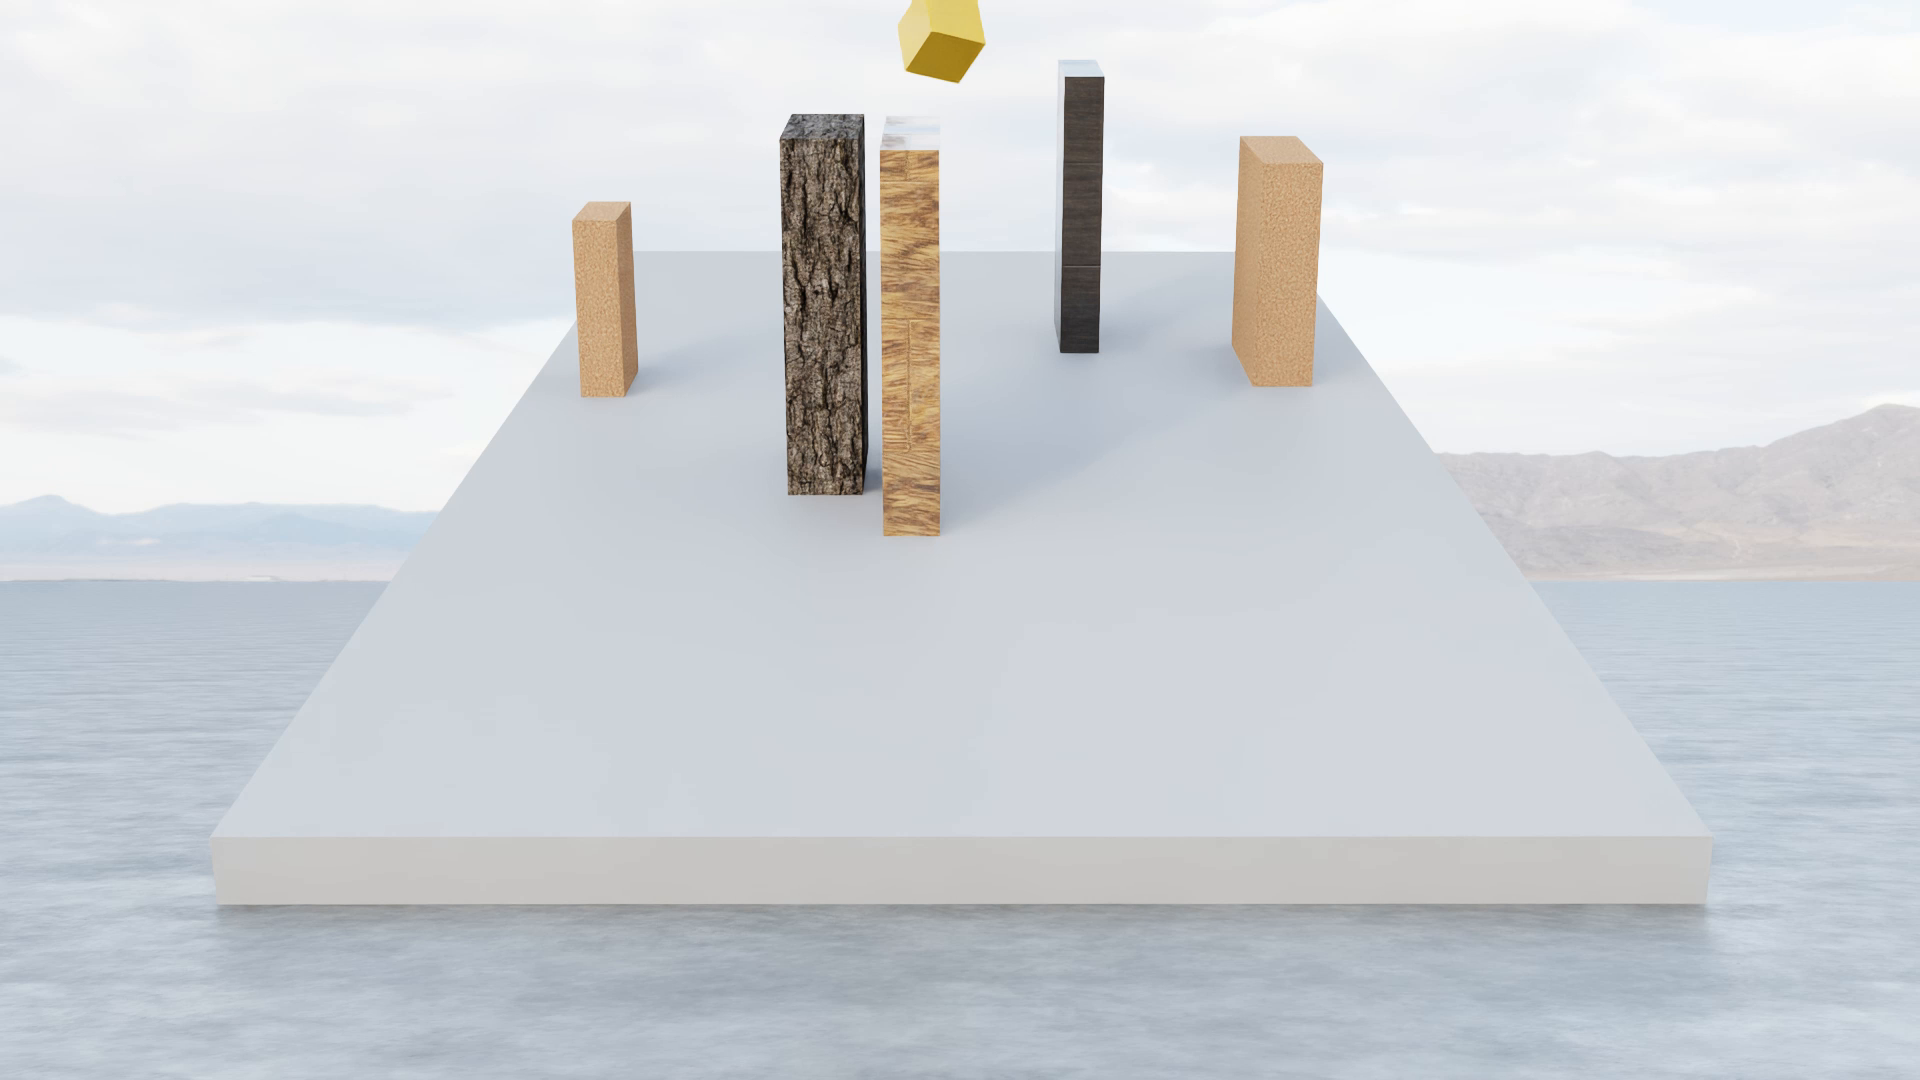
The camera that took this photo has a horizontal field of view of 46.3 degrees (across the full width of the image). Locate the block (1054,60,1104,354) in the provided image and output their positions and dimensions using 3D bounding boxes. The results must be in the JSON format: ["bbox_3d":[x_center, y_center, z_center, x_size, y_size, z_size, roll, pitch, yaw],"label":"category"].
[{"bbox_3d":[0.295,-0.838,5.609,0.096,0.675,0.353,0,18,0],"label":"block"}]

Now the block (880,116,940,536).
[{"bbox_3d":[-0.091,-0.417,4.280,0.105,0.718,0.439,0,18,0],"label":"block"}]

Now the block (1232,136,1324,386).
[{"bbox_3d":[0.752,-0.672,5.357,0.138,0.521,0.423,0,18,0],"label":"block"}]

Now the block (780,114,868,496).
[{"bbox_3d":[-0.266,-0.475,4.480,0.147,0.700,0.346,0,18,0],"label":"block"}]

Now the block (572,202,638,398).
[{"bbox_3d":[-0.819,-0.559,5.192,0.099,0.408,0.245,0,18,0],"label":"block"}]

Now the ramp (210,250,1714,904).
[{"bbox_3d":[-0.004,-0.192,4.896,2.000,0.100,4.000,0,18,0],"label":"ramp"}]

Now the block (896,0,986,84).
[{"bbox_3d":[-0.057,-1.508,6.700,0.181,0.181,0.181,7,-33,-27],"label":"block"}]
